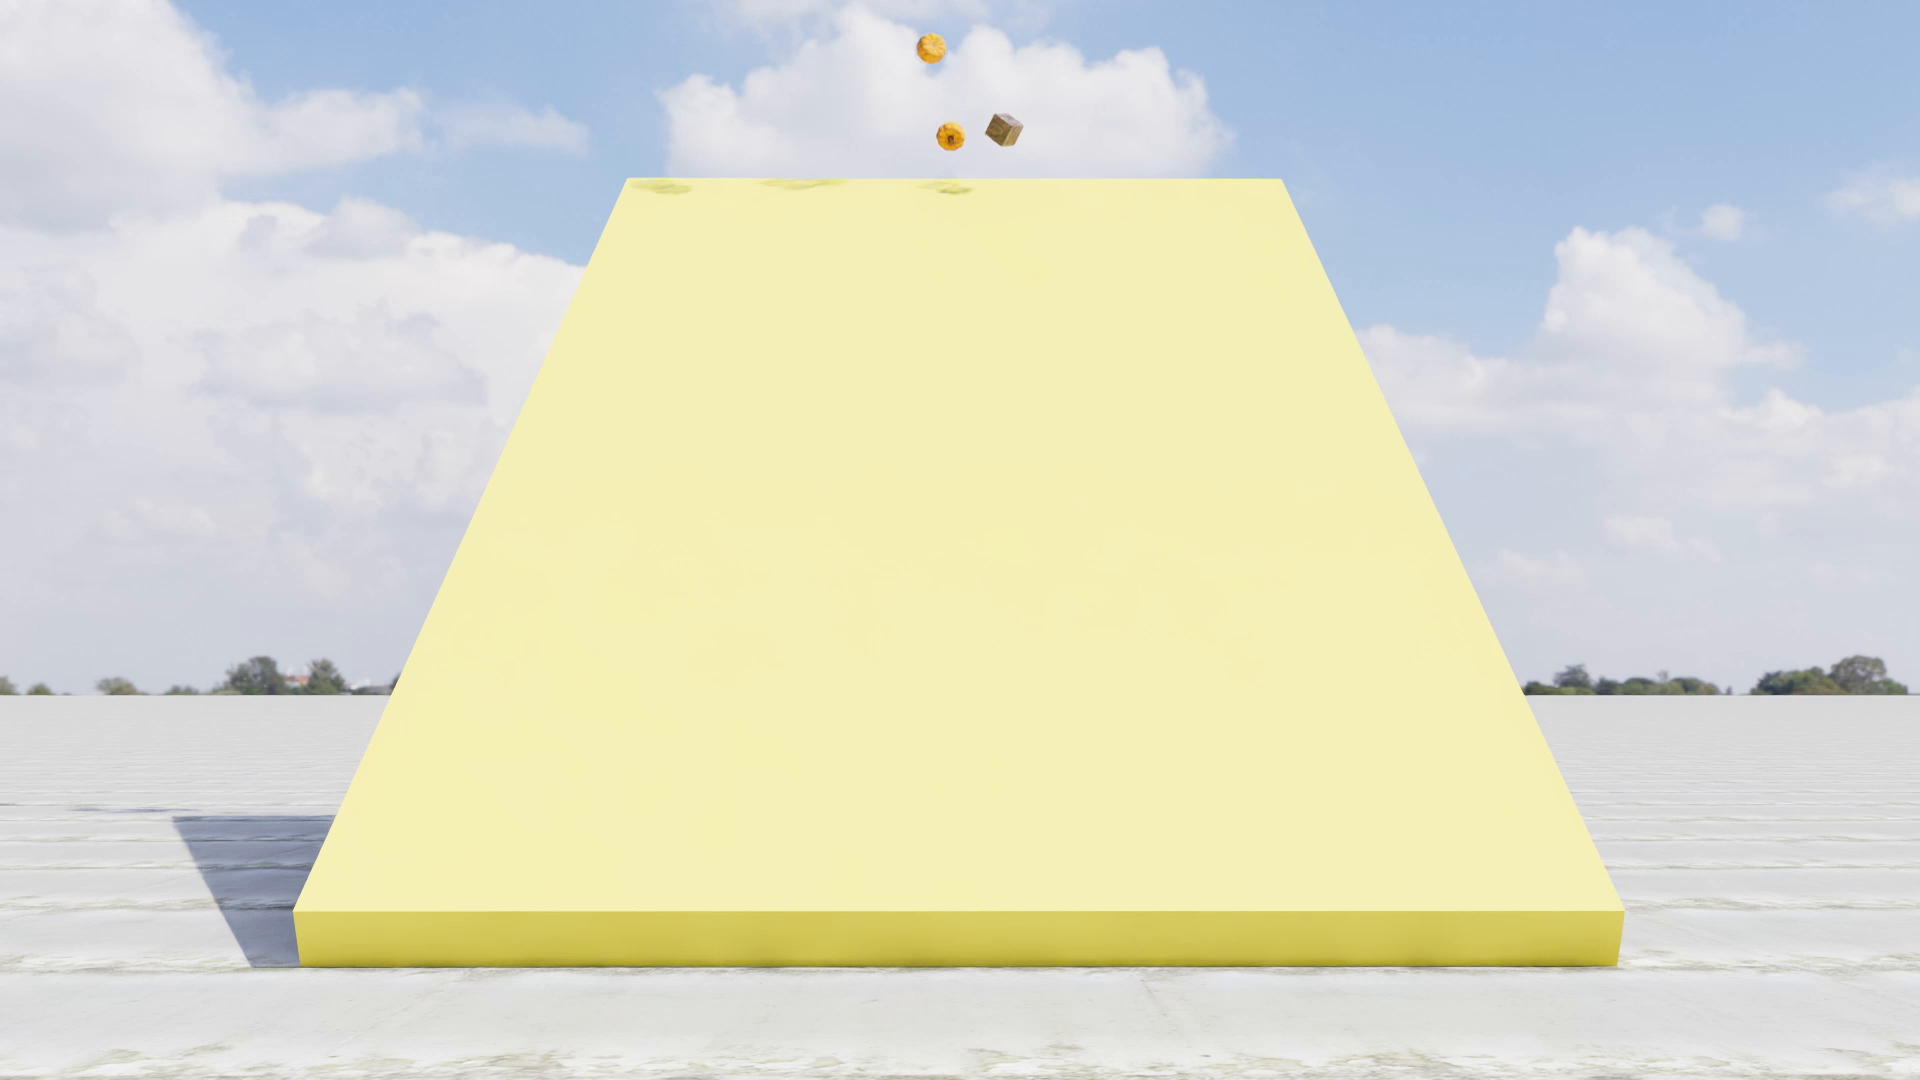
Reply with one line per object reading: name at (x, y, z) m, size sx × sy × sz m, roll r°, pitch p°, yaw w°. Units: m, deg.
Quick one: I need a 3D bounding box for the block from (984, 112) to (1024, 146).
block at (0.133, -1.225, 6.973) m, size 0.071 × 0.071 × 0.071 m, roll 40°, pitch 30°, yaw 20°

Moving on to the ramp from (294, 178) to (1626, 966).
ramp at (-0.009, -0.229, 5.345) m, size 2.000 × 0.100 × 4.000 m, roll 0°, pitch 25°, yaw 0°
